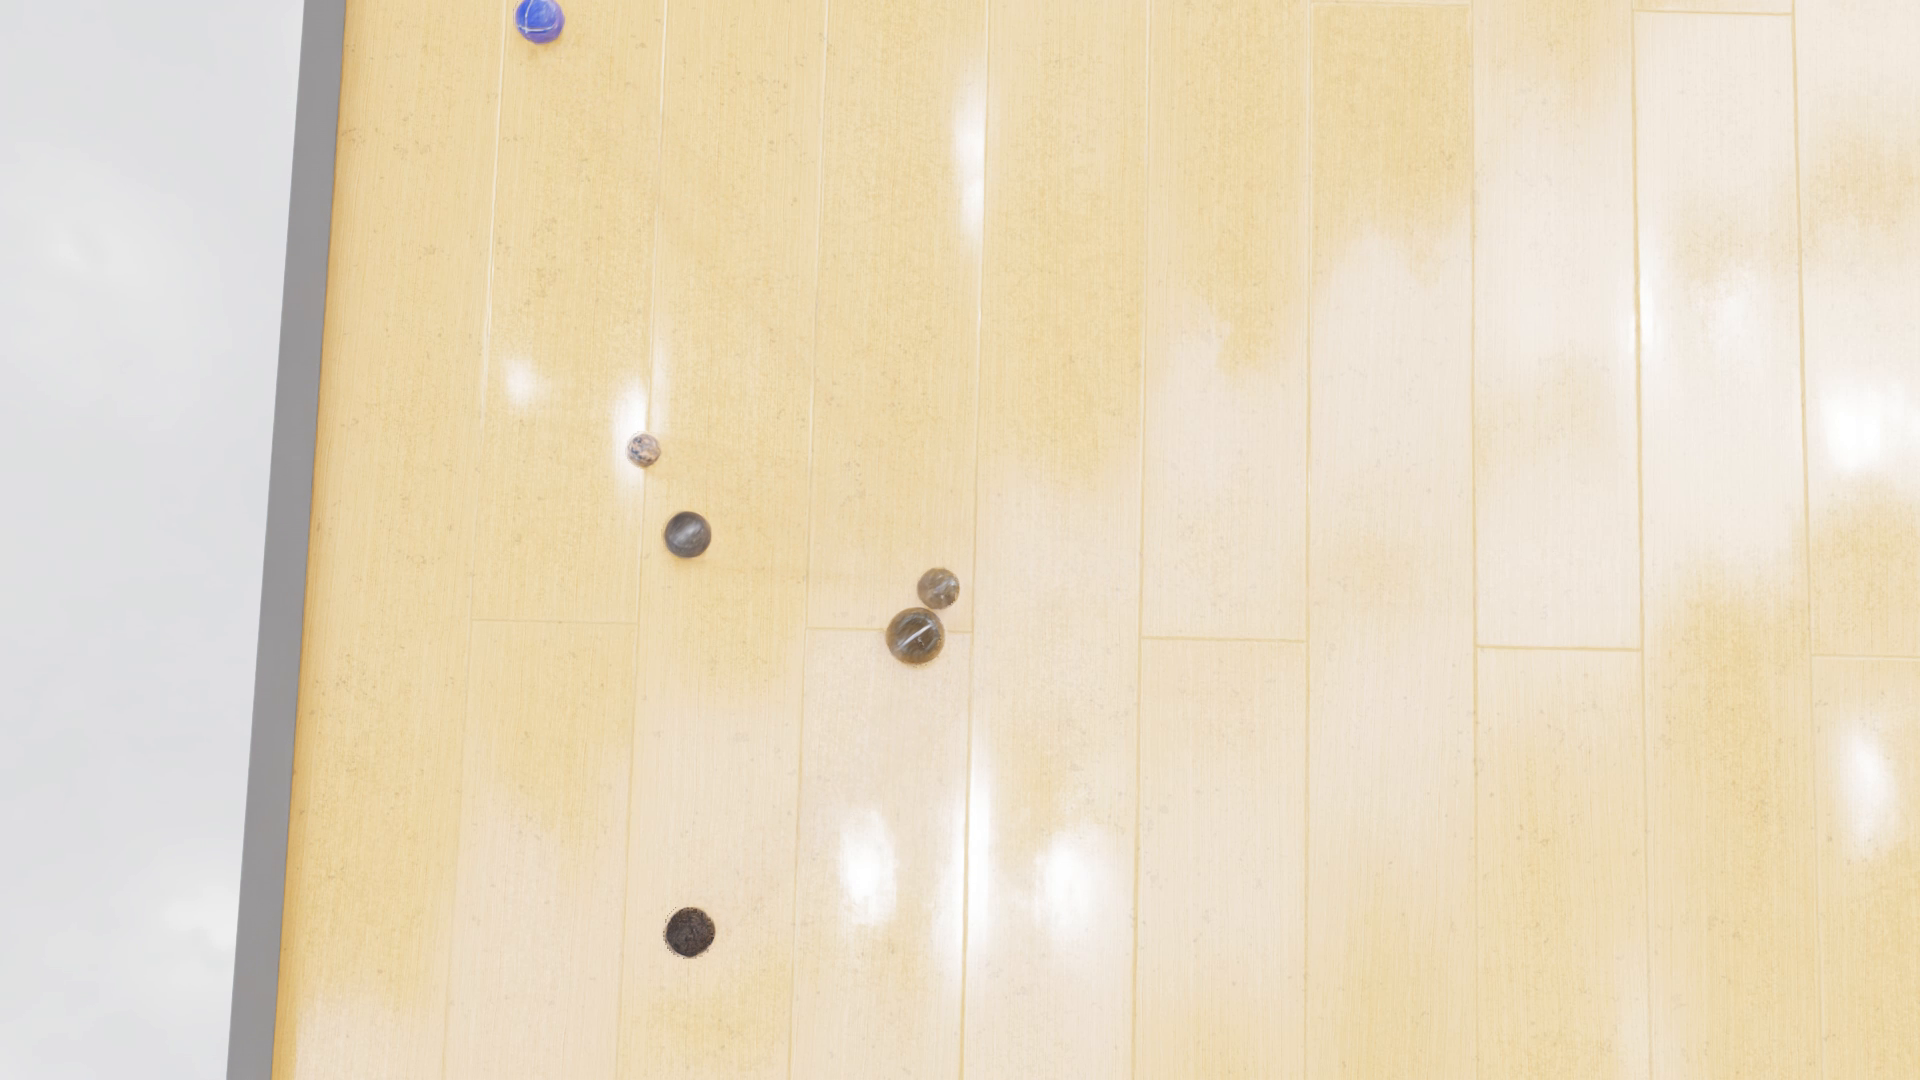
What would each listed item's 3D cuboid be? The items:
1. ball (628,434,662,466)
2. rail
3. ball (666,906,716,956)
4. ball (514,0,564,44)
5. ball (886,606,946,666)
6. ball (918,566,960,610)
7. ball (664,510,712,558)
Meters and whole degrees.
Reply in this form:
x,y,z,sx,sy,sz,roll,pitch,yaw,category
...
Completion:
x,y,z,sx,sy,sz,roll,pitch,yaw,category
-0.473,-0.134,3.296,0.050,0.050,0.050,0,82,0,ball
-0.983,-0.029,3.248,0.045,0.114,2.269,2,82,0,rail
-0.391,0.568,3.185,0.072,0.072,0.072,0,82,0,ball
-0.645,-0.799,3.379,0.075,0.075,0.075,0,82,0,ball
-0.065,0.142,3.237,0.088,0.088,0.088,0,82,0,ball
-0.031,0.072,3.260,0.064,0.064,0.064,0,82,0,ball
-0.404,-0.008,3.267,0.071,0.071,0.071,0,82,0,ball
